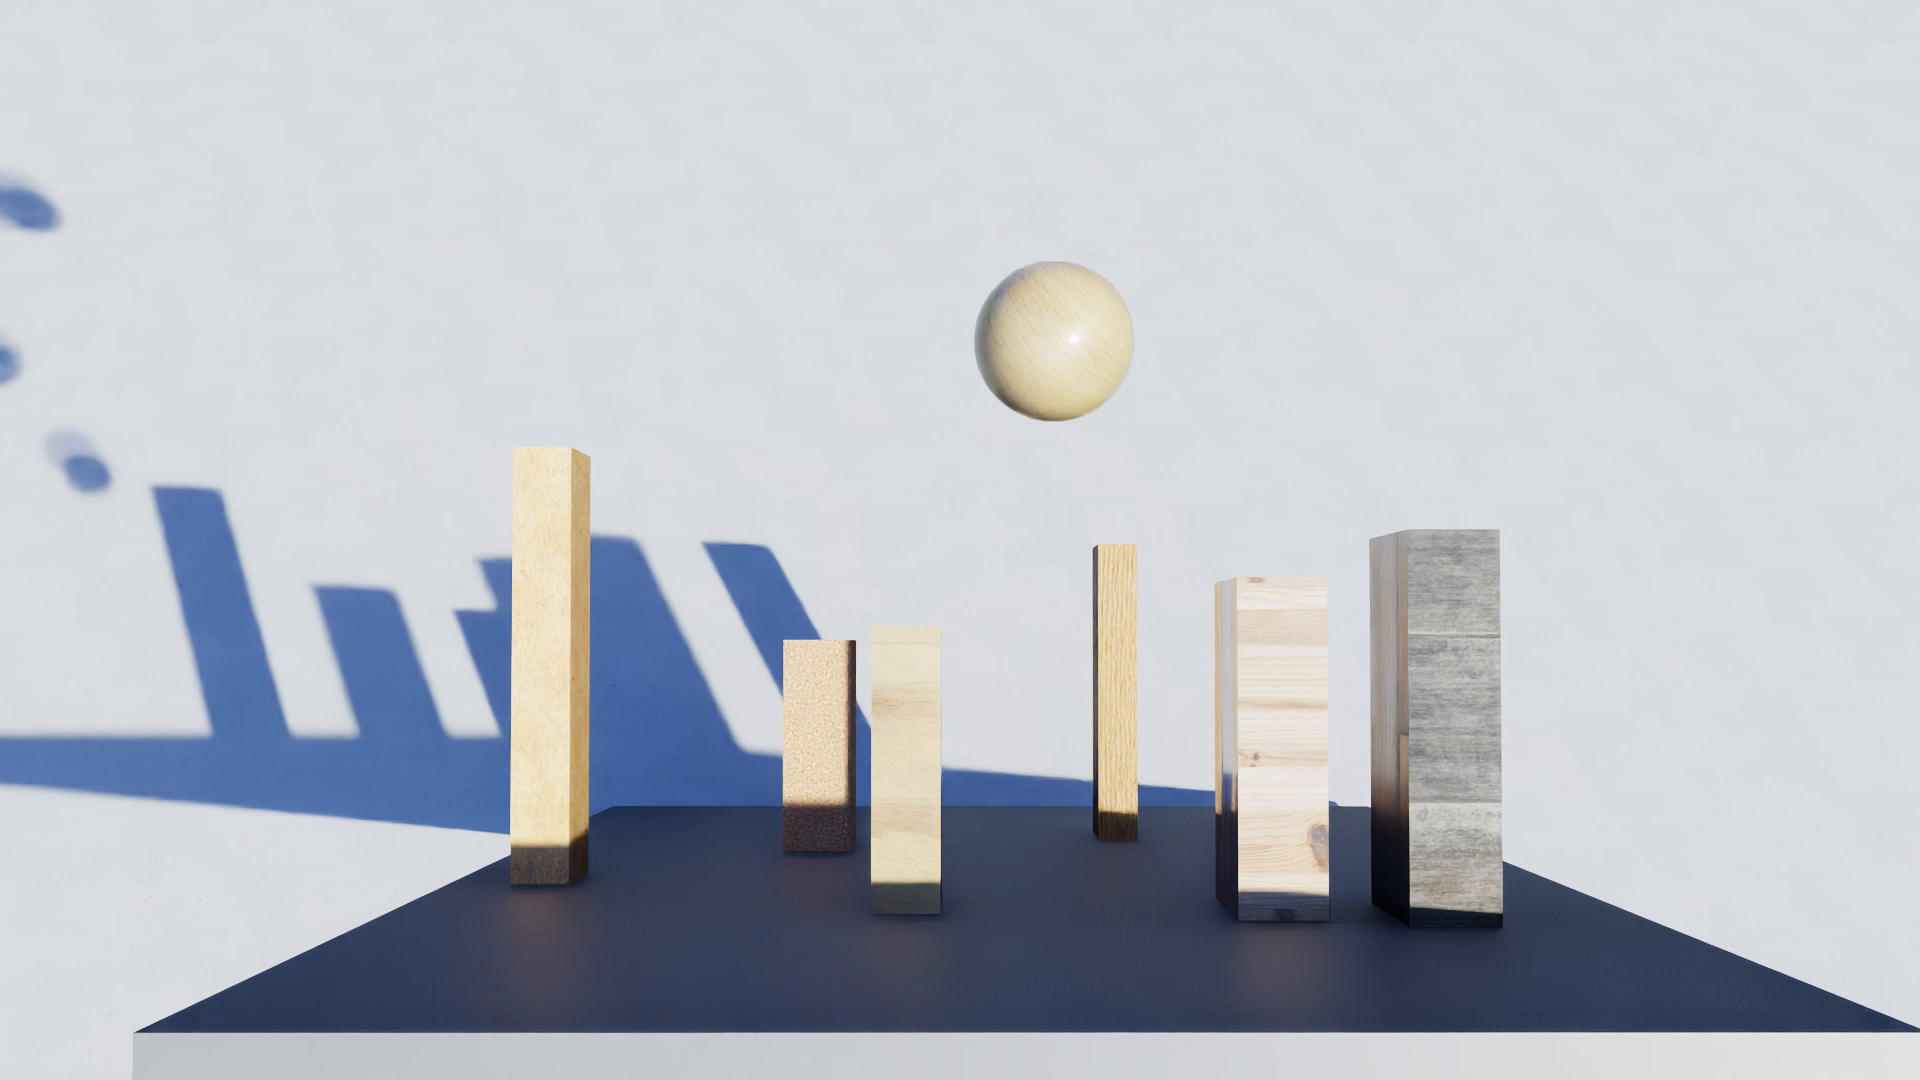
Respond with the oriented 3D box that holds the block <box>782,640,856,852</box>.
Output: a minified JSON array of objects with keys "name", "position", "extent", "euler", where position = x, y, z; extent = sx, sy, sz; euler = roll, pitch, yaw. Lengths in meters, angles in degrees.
[{"name":"block","position":[-0.298,0.433,5.553],"extent":[0.141,0.439,0.281],"euler":[0,-2,0]}]

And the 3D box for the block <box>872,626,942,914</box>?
[{"name":"block","position":[-0.087,0.374,4.311],"extent":[0.111,0.460,0.293],"euler":[0,-2,0]}]

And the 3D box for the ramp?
[{"name":"ramp","position":[0.080,0.677,4.889],"extent":[2.000,0.100,4.000],"euler":[0,-2,0]}]

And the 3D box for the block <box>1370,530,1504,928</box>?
[{"name":"block","position":[0.756,0.294,4.156],"extent":[0.142,0.607,0.371],"euler":[0,-2,0]}]

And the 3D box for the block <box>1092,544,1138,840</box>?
[{"name":"block","position":[0.349,0.339,5.873],"extent":[0.086,0.651,0.248],"euler":[0,-2,0]}]

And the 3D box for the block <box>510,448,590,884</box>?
[{"name":"block","position":[-0.755,0.230,4.808],"extent":[0.105,0.787,0.246],"euler":[0,-2,0]}]

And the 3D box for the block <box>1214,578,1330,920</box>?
[{"name":"block","position":[0.505,0.333,4.249],"extent":[0.141,0.536,0.366],"euler":[0,-2,0]}]

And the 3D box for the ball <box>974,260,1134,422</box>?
[{"name":"ball","position":[0.092,-0.193,2.530],"extent":[0.157,0.157,0.157],"euler":[0,36,0]}]
